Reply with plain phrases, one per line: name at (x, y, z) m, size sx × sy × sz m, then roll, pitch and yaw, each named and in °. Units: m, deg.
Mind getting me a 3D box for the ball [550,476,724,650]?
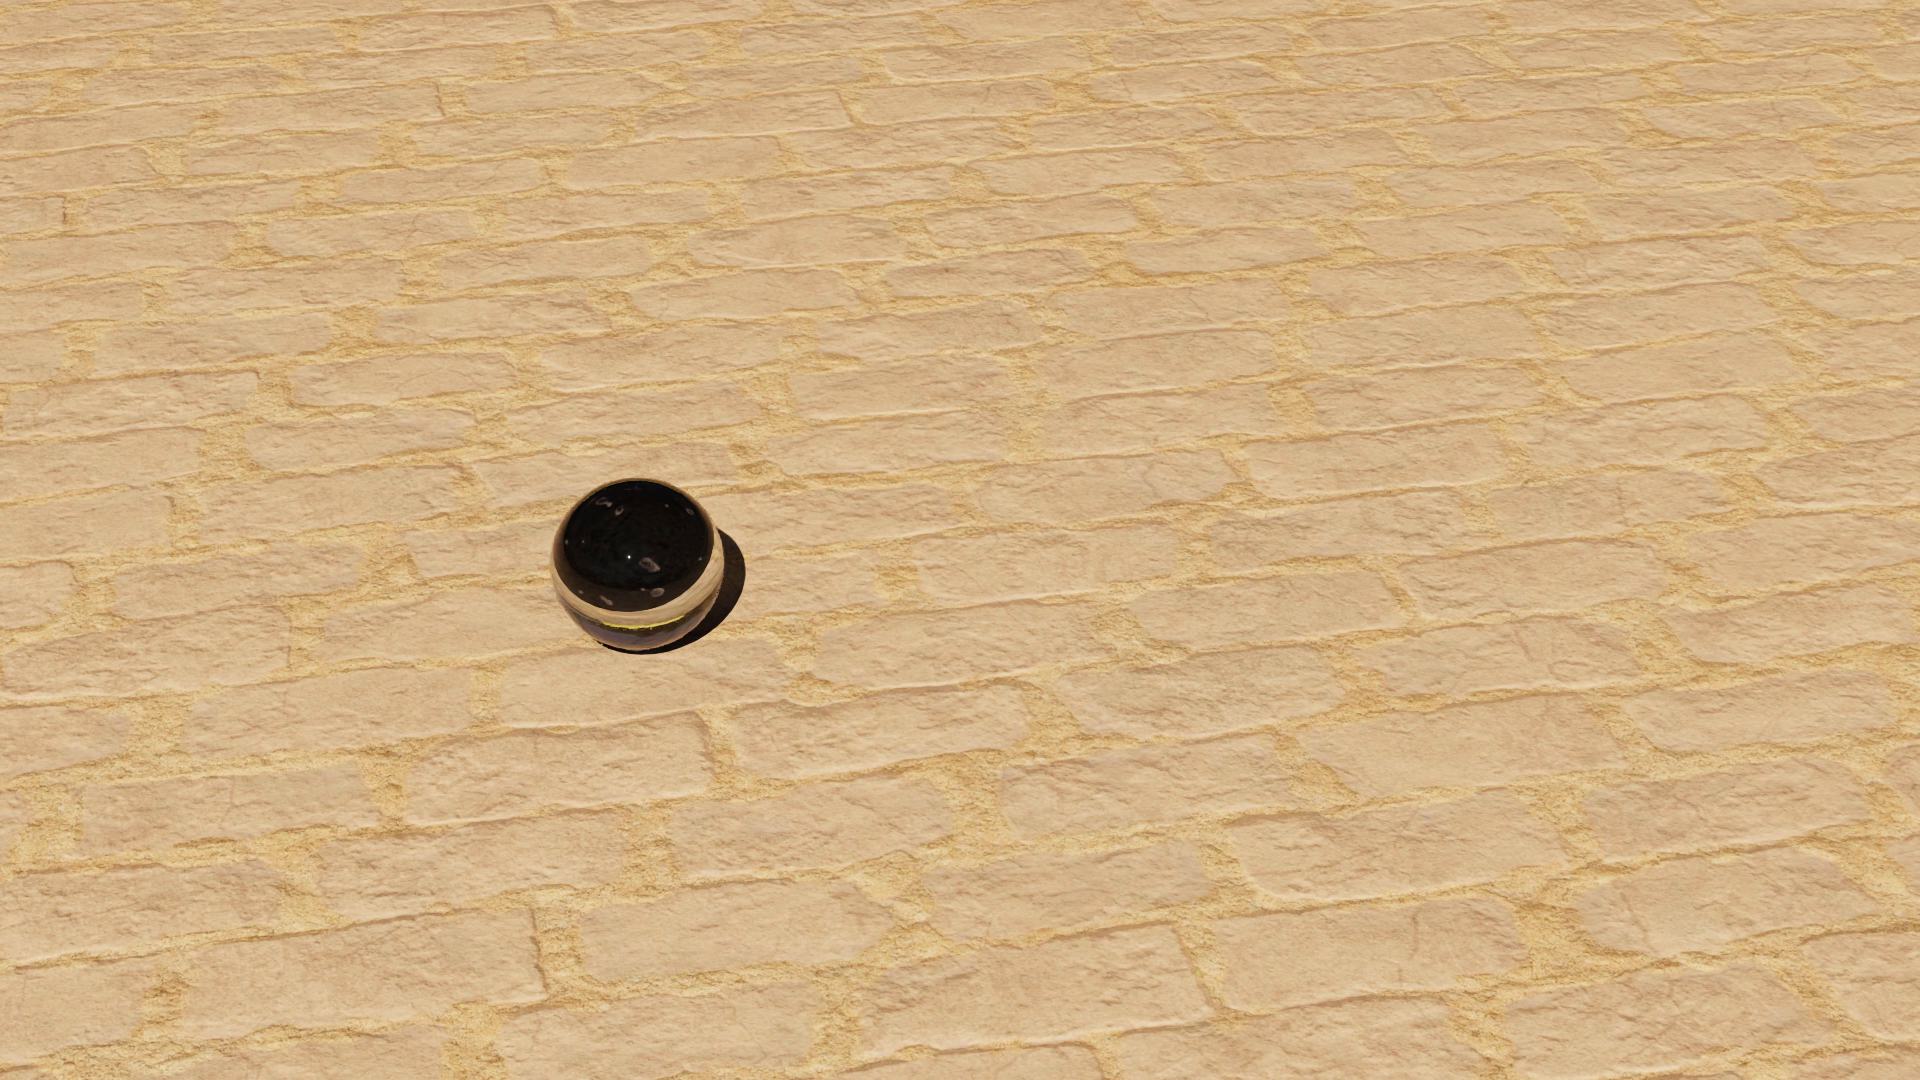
ball at (-0.172, 0.013, 1.566) m, size 0.092 × 0.092 × 0.092 m, roll 0°, pitch 32°, yaw 0°
